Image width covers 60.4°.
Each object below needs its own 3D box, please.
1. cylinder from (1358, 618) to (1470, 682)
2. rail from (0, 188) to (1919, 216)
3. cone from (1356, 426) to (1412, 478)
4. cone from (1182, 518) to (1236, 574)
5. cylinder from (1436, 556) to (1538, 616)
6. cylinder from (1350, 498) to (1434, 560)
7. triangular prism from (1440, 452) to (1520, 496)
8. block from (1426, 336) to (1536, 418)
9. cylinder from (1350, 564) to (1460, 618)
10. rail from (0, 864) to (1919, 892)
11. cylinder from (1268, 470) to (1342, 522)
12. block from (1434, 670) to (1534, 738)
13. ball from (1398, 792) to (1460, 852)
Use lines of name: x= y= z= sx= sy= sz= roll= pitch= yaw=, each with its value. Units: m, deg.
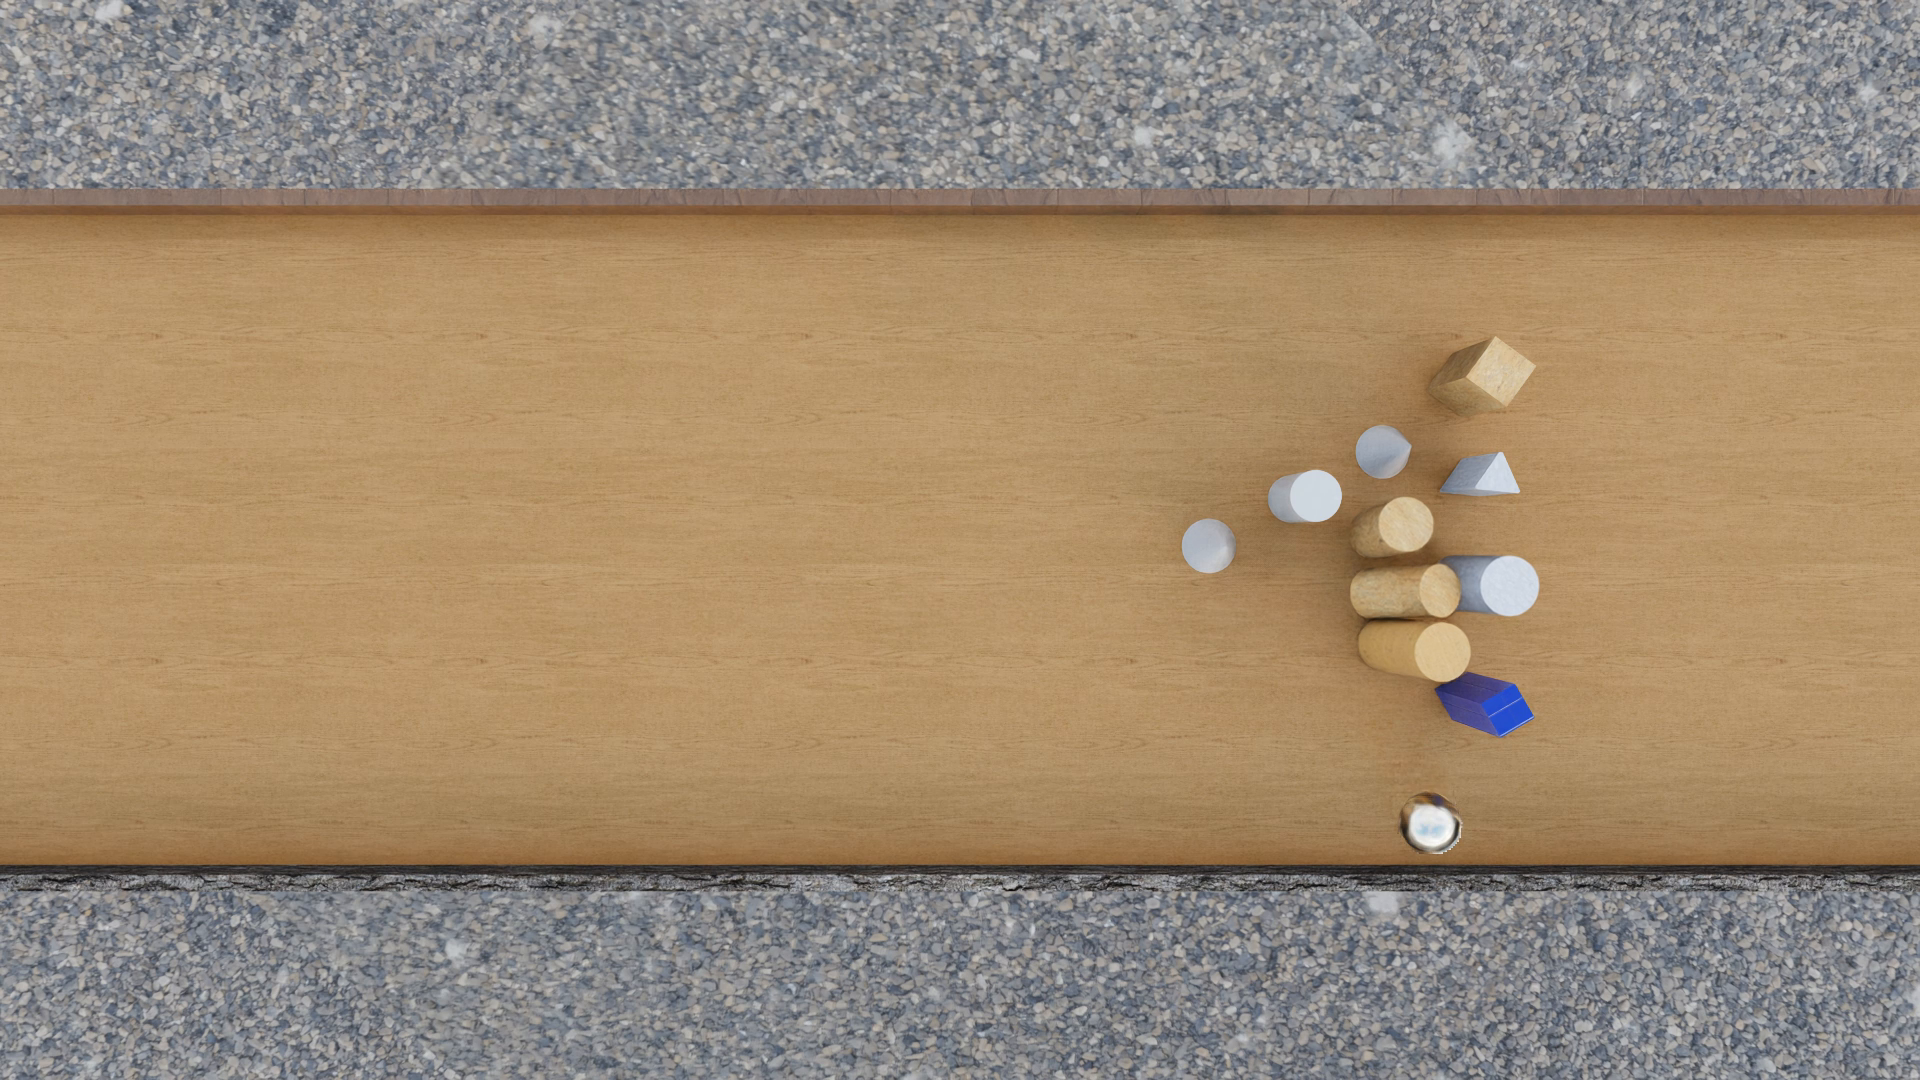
cylinder: x=1.332 y=0.318 z=4.860 sx=0.167 sy=0.413 sz=0.167 roll=0 pitch=90 yaw=-9
rail: x=-2.247 y=-1.025 z=5.002 sx=12.000 sy=0.150 sz=0.050 roll=0 pitch=90 yaw=0
cone: x=1.300 y=-0.271 z=4.911 sx=0.166 sy=0.330 sz=0.166 roll=0 pitch=90 yaw=0
cone: x=0.767 y=0.018 z=4.915 sx=0.168 sy=0.322 sz=0.168 roll=0 pitch=90 yaw=0
cylinder: x=1.538 y=0.131 z=4.865 sx=0.170 sy=0.410 sz=0.170 roll=0 pitch=90 yaw=-5
cylinder: x=1.275 y=-0.031 z=4.893 sx=0.157 sy=0.357 sz=0.157 roll=0 pitch=86 yaw=0
triangular prism: x=1.545 y=-0.198 z=4.900 sx=0.127 sy=0.353 sz=0.110 roll=5 pitch=90 yaw=0
block: x=1.532 y=-0.477 z=4.872 sx=0.142 sy=0.410 sz=0.142 roll=36 pitch=90 yaw=0
cylinder: x=1.321 y=0.154 z=4.906 sx=0.155 sy=0.304 sz=0.155 roll=2 pitch=86 yaw=-26
rail: x=-2.247 y=1.025 z=5.001 sx=12.000 sy=0.150 sz=0.050 roll=0 pitch=90 yaw=0
cylinder: x=1.022 y=-0.126 z=4.905 sx=0.149 sy=0.342 sz=0.149 roll=0 pitch=90 yaw=0
block: x=1.535 y=0.479 z=4.848 sx=0.111 sy=0.456 sz=0.111 roll=-30 pitch=90 yaw=0
ball: x=1.370 y=0.824 z=4.816 sx=0.174 sy=0.174 sz=0.174 roll=0 pitch=90 yaw=0
